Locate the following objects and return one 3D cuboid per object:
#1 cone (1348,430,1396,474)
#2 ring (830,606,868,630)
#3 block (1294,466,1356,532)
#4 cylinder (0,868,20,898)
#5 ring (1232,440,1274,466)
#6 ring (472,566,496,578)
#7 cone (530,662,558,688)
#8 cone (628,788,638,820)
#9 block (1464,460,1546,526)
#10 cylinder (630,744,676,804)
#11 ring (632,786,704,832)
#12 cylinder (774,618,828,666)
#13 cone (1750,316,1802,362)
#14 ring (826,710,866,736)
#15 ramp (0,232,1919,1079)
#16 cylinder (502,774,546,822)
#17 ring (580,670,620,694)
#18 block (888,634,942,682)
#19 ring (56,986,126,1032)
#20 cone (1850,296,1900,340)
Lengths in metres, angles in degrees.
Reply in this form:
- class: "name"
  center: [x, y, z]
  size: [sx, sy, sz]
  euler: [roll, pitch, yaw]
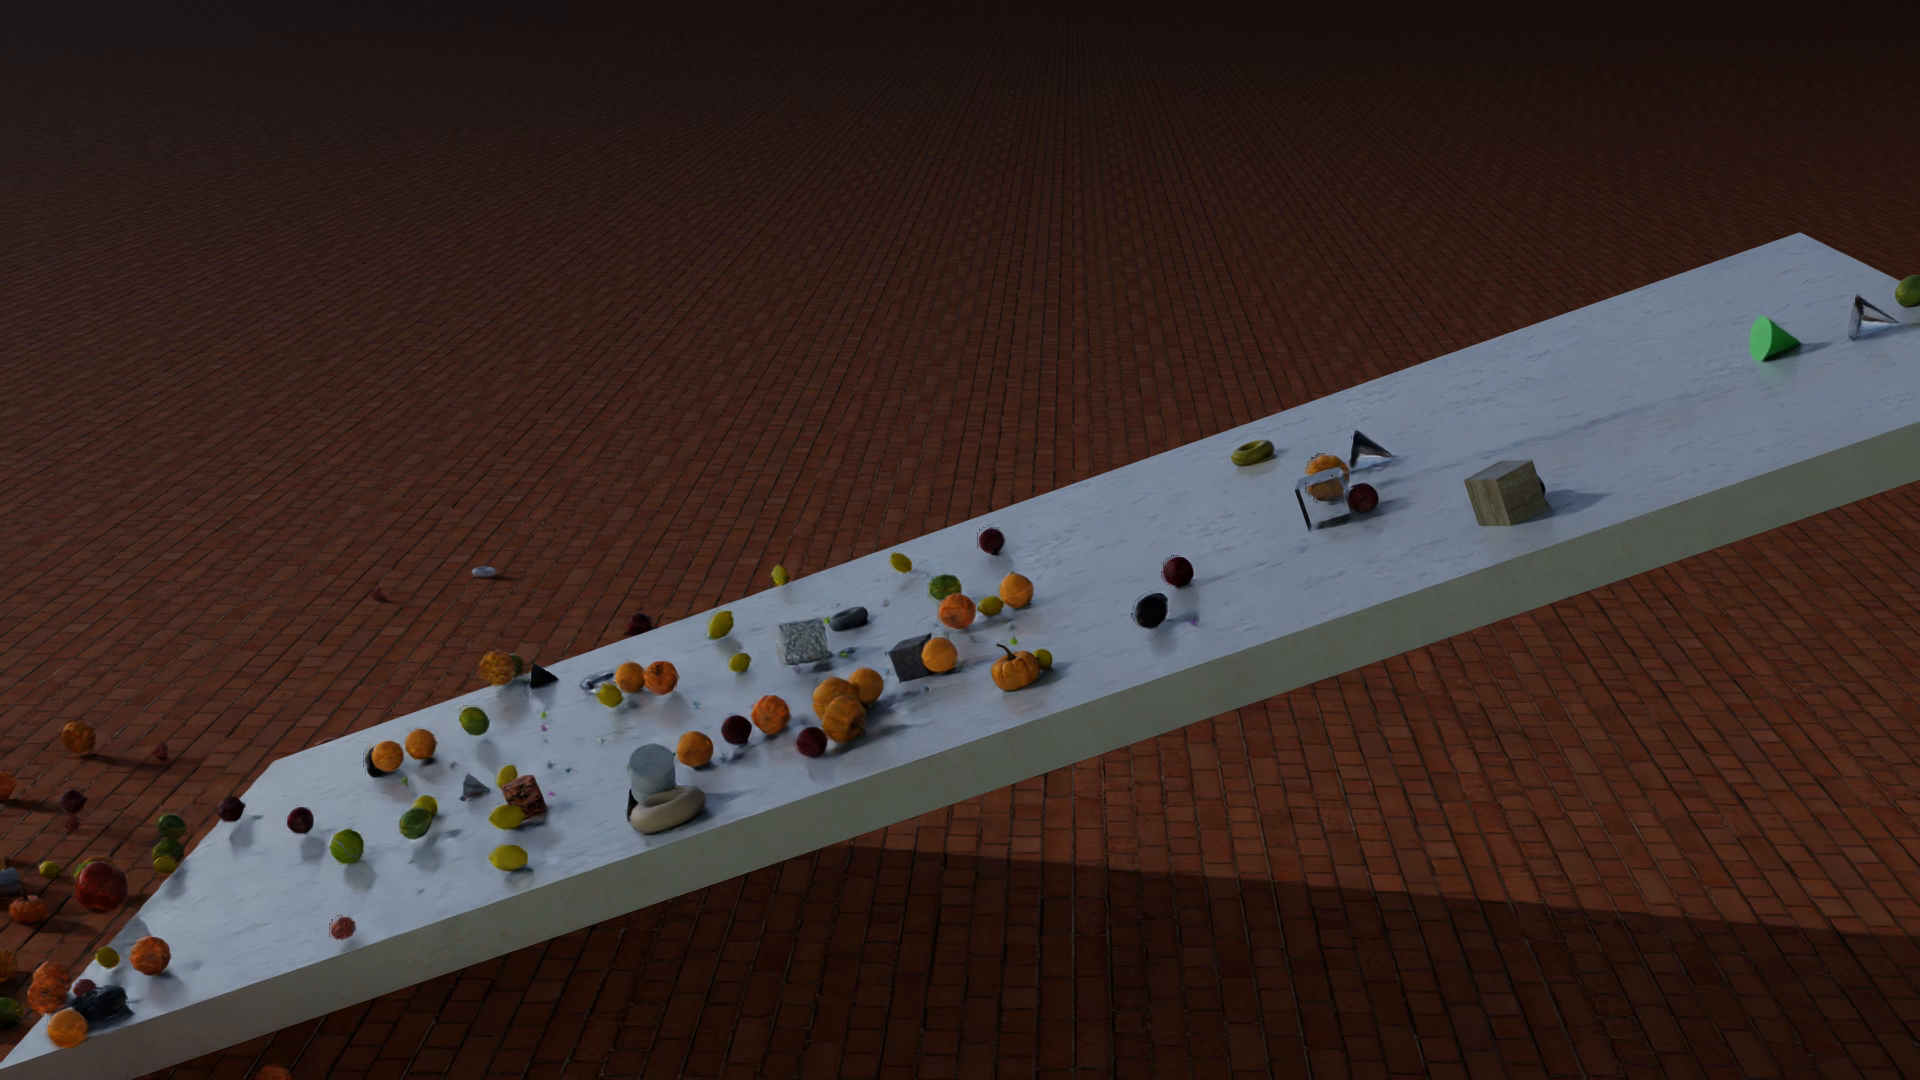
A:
- class: "cone"
  center: [0.885, -0.183, 6.281]
  size: [0.098, 0.098, 0.098]
  euler: [9, 14, 7]
- class: "ring"
  center: [-0.250, 0.177, 6.606]
  size: [0.092, 0.031, 0.092]
  euler: [-20, 10, 4]
- class: "block"
  center: [0.738, -0.083, 5.944]
  size: [0.092, 0.092, 0.092]
  euler: [-17, 12, 15]
- class: "cylinder"
  center: [-2.199, 0.790, 6.752]
  size: [0.063, 0.063, 0.063]
  euler: [-11, 17, -40]
- class: "ring"
  center: [0.673, -0.201, 6.765]
  size: [0.103, 0.034, 0.103]
  euler: [-20, 12, 5]
- class: "ring"
  center: [-1.595, 0.108, 9.864]
  size: [0.081, 0.027, 0.081]
  euler: [1, 14, 0]
- class: "cone"
  center: [-1.013, 0.336, 7.192]
  size: [0.065, 0.065, 0.065]
  euler: [7, 13, 0]
- class: "cone"
  center: [-0.606, 0.511, 5.652]
  size: [0.061, 0.061, 0.061]
  euler: [6, 12, -4]
- class: "block"
  center: [1.015, -0.087, 5.474]
  size: [0.093, 0.093, 0.093]
  euler: [-26, 12, -26]
- class: "cylinder"
  center: [-0.586, 0.449, 5.610]
  size: [0.085, 0.085, 0.085]
  euler: [1, 45, -1]
- class: "ring"
  center: [-0.549, 0.506, 5.527]
  size: [0.146, 0.049, 0.146]
  euler: [-18, 12, 4]
- class: "cylinder"
  center: [-0.343, 0.220, 6.346]
  size: [0.094, 0.094, 0.094]
  euler: [-9, 15, -15]
- class: "cone"
  center: [1.665, -0.403, 5.965]
  size: [0.092, 0.092, 0.092]
  euler: [5, 11, -13]
- class: "ring"
  center: [-0.221, 0.355, 5.717]
  size: [0.085, 0.028, 0.085]
  euler: [-21, 12, 4]
- class: "ramp"
  center: [0.113, 0.178, 6.299]
  size: [4.000, 0.100, 2.000]
  euler: [-19, 11, 6]
- class: "cylinder"
  center: [-0.885, 0.523, 5.972]
  size: [0.071, 0.071, 0.071]
  euler: [-20, 11, 4]
- class: "ring"
  center: [-0.846, 0.332, 6.912]
  size: [0.097, 0.032, 0.097]
  euler: [-18, 12, 4]
- class: "block"
  center: [-0.090, 0.238, 5.937]
  size: [0.067, 0.067, 0.067]
  euler: [-15, 13, 27]
- class: "ring"
  center: [-1.664, 0.896, 5.632]
  size: [0.139, 0.046, 0.139]
  euler: [-22, 8, 3]
- class: "cone"
  center: [1.823, -0.435, 5.842]
  size: [0.090, 0.090, 0.090]
  euler: [8, 14, 5]
